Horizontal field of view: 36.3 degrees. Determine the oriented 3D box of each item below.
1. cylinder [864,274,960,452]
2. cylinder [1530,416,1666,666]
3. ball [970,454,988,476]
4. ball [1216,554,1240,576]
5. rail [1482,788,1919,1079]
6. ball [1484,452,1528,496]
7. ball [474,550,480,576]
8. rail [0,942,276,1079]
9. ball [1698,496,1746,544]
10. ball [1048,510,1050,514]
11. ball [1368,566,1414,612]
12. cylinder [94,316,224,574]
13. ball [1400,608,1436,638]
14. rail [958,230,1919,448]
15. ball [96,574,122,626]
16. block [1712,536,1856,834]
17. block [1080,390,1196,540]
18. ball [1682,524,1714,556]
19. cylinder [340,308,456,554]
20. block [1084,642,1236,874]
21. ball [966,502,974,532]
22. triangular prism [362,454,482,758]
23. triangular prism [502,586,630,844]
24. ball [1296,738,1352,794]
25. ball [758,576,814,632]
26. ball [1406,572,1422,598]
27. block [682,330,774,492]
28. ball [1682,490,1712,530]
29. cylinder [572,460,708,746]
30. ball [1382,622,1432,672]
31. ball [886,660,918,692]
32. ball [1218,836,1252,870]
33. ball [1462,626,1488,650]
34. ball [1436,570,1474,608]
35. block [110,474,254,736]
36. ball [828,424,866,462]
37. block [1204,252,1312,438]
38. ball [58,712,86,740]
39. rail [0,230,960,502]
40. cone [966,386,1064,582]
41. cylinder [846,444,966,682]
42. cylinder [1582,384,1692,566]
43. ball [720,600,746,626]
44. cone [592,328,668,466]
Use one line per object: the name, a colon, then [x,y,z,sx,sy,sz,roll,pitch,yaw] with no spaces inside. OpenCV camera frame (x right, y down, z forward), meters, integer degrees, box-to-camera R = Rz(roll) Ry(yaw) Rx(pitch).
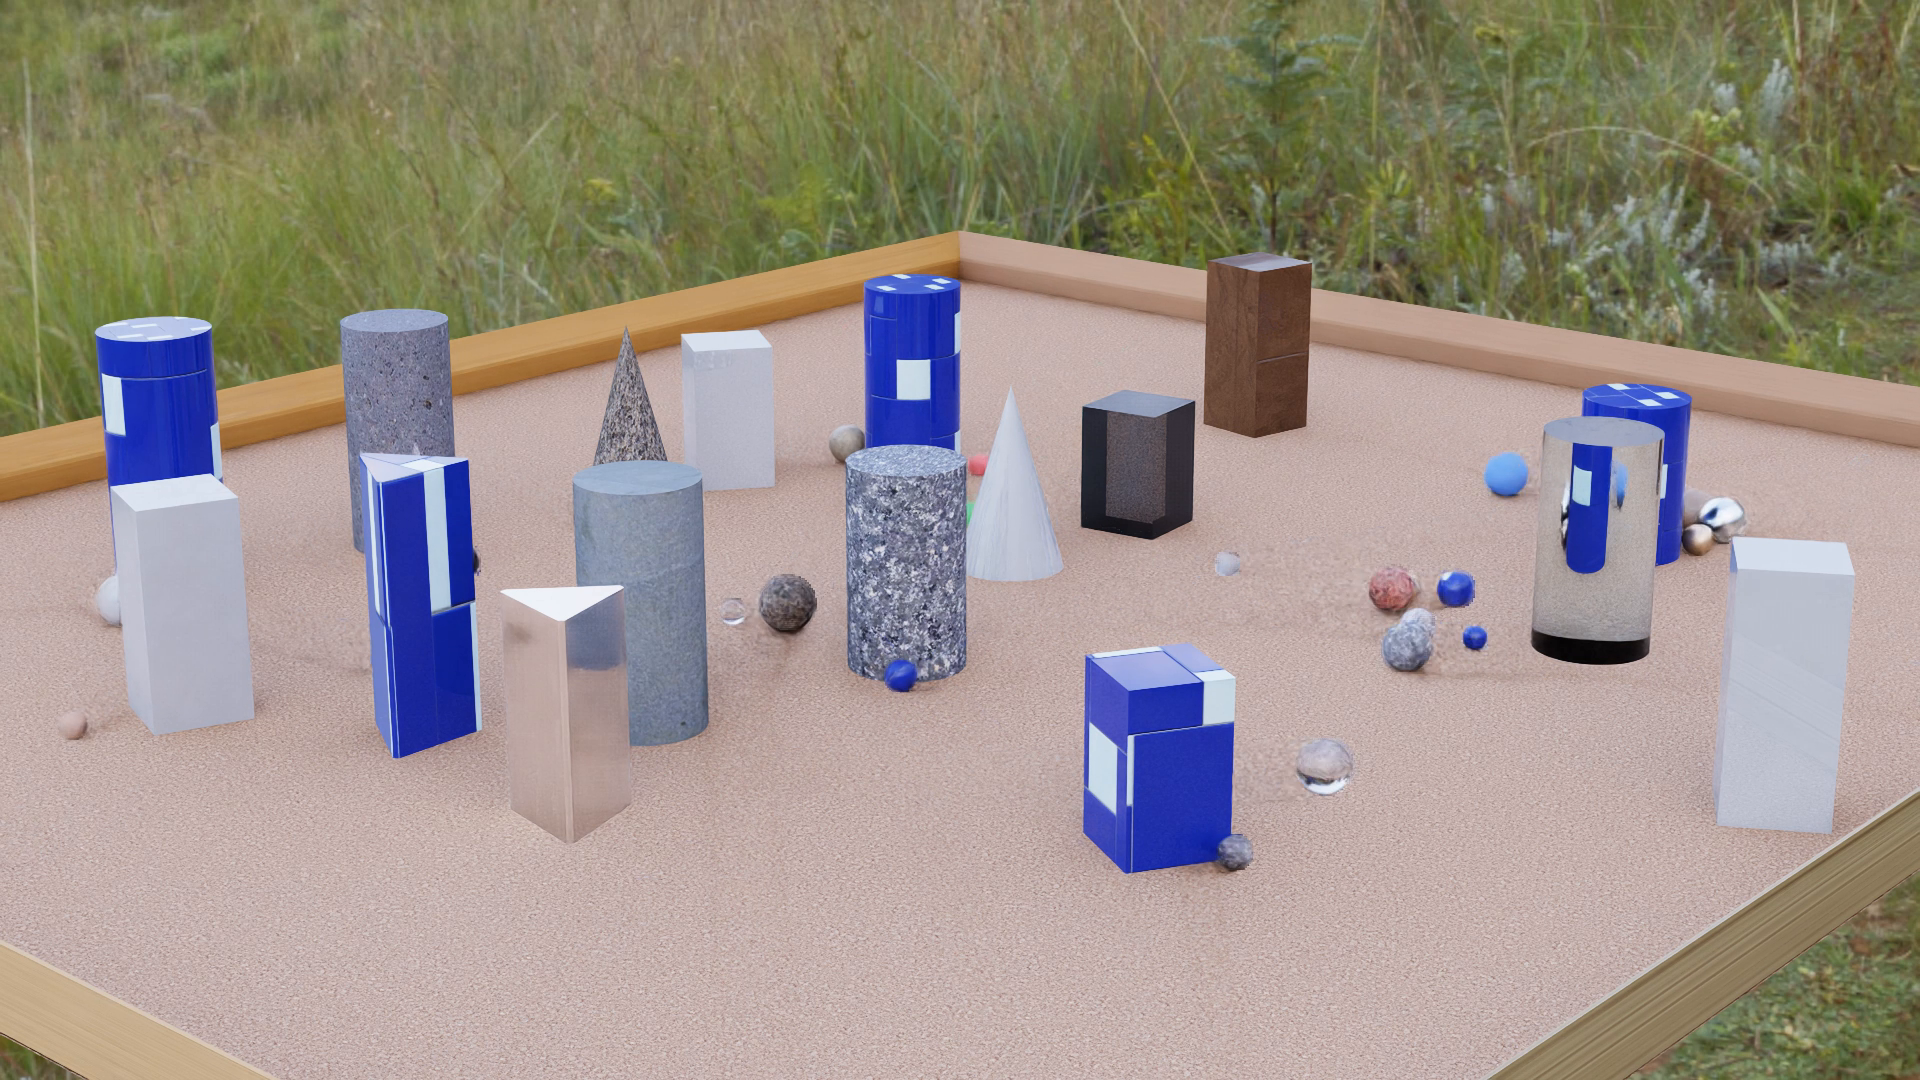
cylinder: [-0.095,-0.330,5.888,0.193,0.376,0.193,0,17,0]
cylinder: [1.045,0.000,4.810,0.193,0.368,0.193,0,17,0]
ball: [0.041,-0.149,5.862,0.045,0.045,0.045,0,17,0]
ball: [0.479,0.044,5.230,0.041,0.041,0.041,0,17,0]
rail: [1.329,0.365,4.016,0.045,0.126,4.095,14,22,39]
ball: [1.067,-0.130,5.727,0.086,0.086,0.086,0,17,0]
ball: [-0.887,0.041,5.176,0.077,0.077,0.077,0,17,0]
rail: [-1.327,0.473,3.657,3.567,0.126,0.045,14,22,39]
ball: [1.407,-0.036,5.415,0.087,0.087,0.087,0,17,0]
ball: [0.137,-0.040,5.468,0.064,0.064,0.064,0,17,0]
ball: [0.740,0.084,5.034,0.077,0.077,0.077,0,17,0]
cylinder: [-1.381,-0.137,5.090,0.193,0.468,0.193,0,17,0]
ball: [0.760,0.143,4.867,0.060,0.060,0.060,0,17,0]
rail: [1.327,-0.410,6.583,3.567,0.126,0.045,14,22,39]
ball: [-1.415,0.101,4.957,0.088,0.088,0.088,0,17,0]
block: [1.154,0.202,4.120,0.155,0.378,0.155,3,17,11]
block: [0.335,-0.143,5.513,0.155,0.235,0.155,11,20,32]
ball: [1.346,-0.001,5.347,0.058,0.058,0.058,0,17,0]
cylinder: [-1.025,-0.197,5.370,0.193,0.420,0.193,0,17,0]
block: [0.270,0.296,4.010,0.155,0.262,0.155,-6,18,-18]
ball: [0.010,-0.031,5.373,0.079,0.079,0.079,0,17,0]
triangular prism: [-0.841,0.089,4.411,0.145,0.428,0.167,14,22,38]
triangular prism: [-0.530,0.233,4.111,0.145,0.325,0.167,-12,21,-35]
ball: [0.525,0.326,4.224,0.081,0.081,0.081,0,17,0]
ball: [-0.291,0.108,4.926,0.094,0.094,0.094,0,17,0]
ball: [0.777,0.080,5.096,0.048,0.048,0.048,0,17,0]
block: [-0.460,-0.257,5.808,0.155,0.283,0.155,-4,17,-14]
ball: [1.376,-0.056,5.494,0.079,0.079,0.079,0,17,0]
cylinder: [-0.483,0.094,4.451,0.193,0.394,0.193,0,17,0]
ball: [0.722,0.172,4.737,0.080,0.080,0.080,0,17,0]
ball: [-0.092,0.214,4.647,0.051,0.051,0.051,0,17,0]
ball: [0.371,0.423,3.965,0.046,0.046,0.046,0,17,0]
ball: [0.850,0.161,4.841,0.041,0.041,0.041,0,17,0]
ball: [0.854,0.085,5.057,0.063,0.063,0.063,0,17,0]
block: [-1.195,0.097,4.508,0.155,0.355,0.155,-9,19,-28]
ball: [-0.228,-0.195,5.959,0.077,0.077,0.077,0,17,0]
block: [0.629,-0.415,6.206,0.155,0.355,0.155,-13,21,-37]
ball: [-1.346,0.281,4.442,0.042,0.042,0.042,0,17,0]
rail: [-1.329,-0.302,6.225,0.045,0.126,4.095,14,22,39]
cone: [0.091,-0.114,5.245,0.193,0.335,0.193,0,17,0]
cylinder: [-0.086,0.037,4.731,0.193,0.343,0.193,0,17,0]
cylinder: [1.222,-0.119,5.334,0.193,0.293,0.193,0,17,0]
ball: [-0.384,0.123,4.963,0.043,0.043,0.043,0,17,0]
cone: [-0.629,-0.230,5.572,0.193,0.368,0.193,0,17,0]
